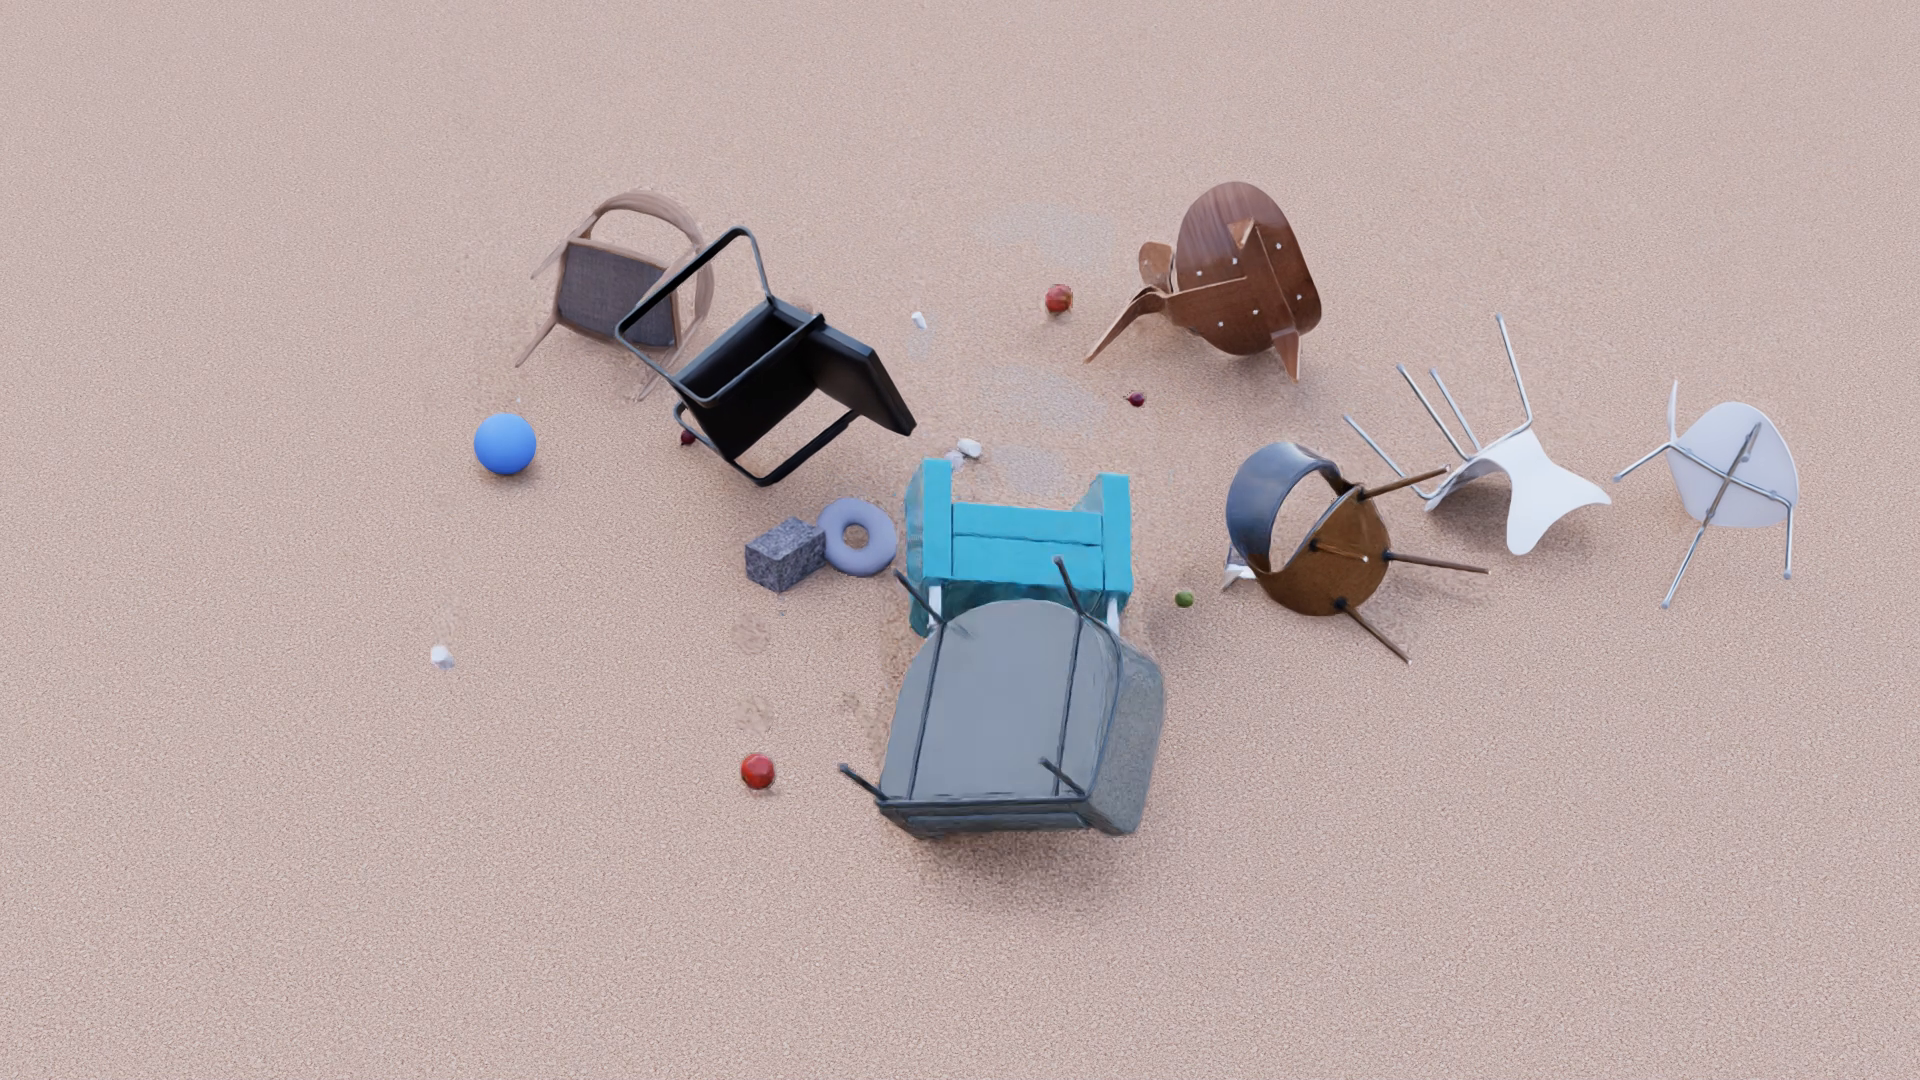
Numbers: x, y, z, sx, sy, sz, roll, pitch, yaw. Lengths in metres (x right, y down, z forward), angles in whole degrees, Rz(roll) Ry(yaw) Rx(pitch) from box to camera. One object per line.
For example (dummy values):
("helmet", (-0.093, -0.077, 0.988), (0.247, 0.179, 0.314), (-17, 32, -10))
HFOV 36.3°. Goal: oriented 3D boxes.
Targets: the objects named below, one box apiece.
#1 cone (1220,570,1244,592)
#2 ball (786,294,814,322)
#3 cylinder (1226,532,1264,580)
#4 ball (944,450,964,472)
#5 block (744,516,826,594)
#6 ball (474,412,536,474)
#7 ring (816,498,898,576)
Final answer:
("cone", (0.973, 0.130, 10.644), (0.047, 0.122, 0.077), (49, 6, 8))
("ball", (-0.675, -0.974, 12.315), (0.118, 0.118, 0.118), (0, 33, 0))
("cylinder", (1.046, 0.059, 10.754), (0.108, 0.103, 0.187), (9, 50, 13))
("ball", (-0.024, -0.301, 11.206), (0.080, 0.080, 0.080), (0, 33, 0))
("block", (-0.637, 0.054, 10.729), (0.162, 0.146, 0.255), (25, 41, 33))
("ball", (-1.751, -0.370, 11.289), (0.239, 0.239, 0.239), (0, 33, 0))
("ring", (-0.381, -0.011, 10.785), (0.352, 0.085, 0.272), (39, 86, 26))
